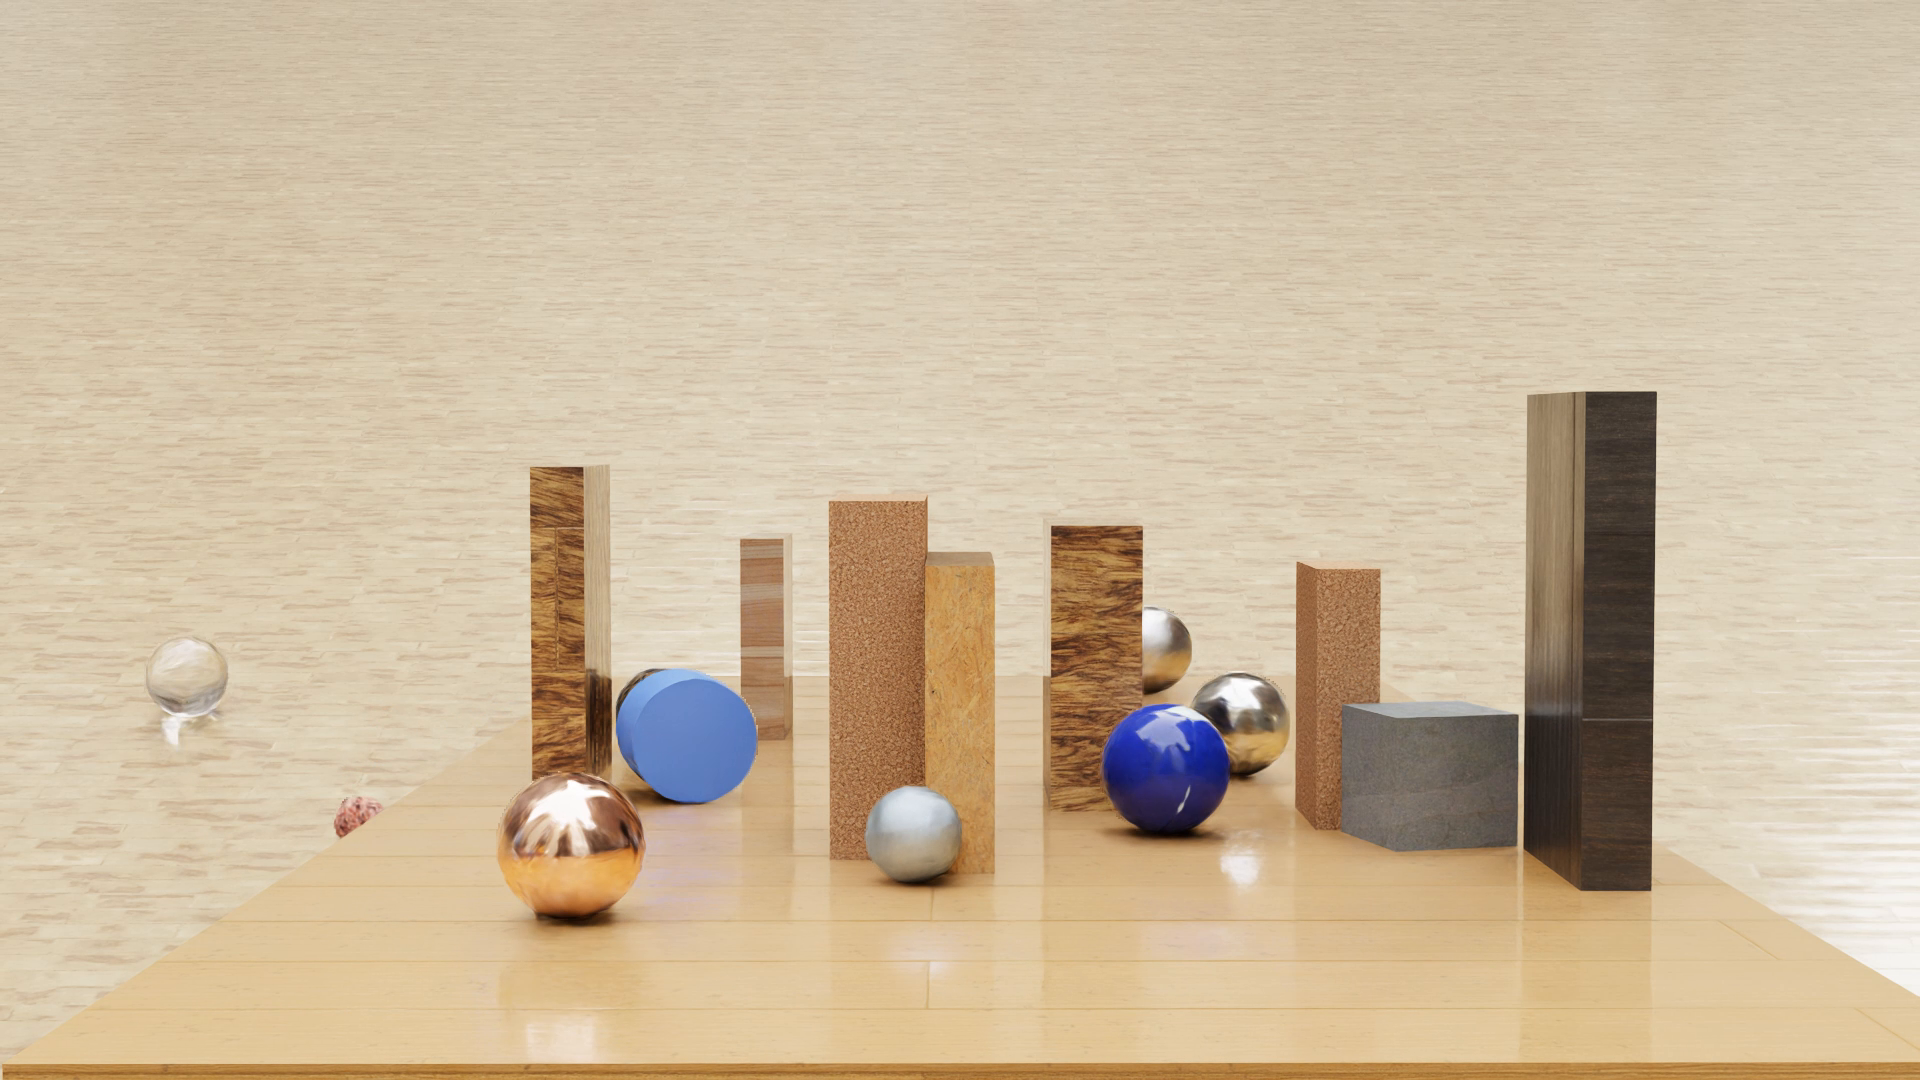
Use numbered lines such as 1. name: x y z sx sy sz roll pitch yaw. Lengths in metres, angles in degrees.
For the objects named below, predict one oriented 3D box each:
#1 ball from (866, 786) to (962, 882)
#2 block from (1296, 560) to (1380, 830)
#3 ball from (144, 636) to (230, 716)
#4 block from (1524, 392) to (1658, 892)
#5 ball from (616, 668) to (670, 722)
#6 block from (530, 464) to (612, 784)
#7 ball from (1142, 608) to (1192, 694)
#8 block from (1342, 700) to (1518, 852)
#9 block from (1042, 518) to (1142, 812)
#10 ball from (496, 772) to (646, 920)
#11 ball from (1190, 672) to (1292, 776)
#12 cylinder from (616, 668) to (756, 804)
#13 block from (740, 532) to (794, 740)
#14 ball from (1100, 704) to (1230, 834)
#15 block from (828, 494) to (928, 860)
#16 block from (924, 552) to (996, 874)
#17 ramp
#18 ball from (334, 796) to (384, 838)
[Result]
1. ball: -0.062 0.406 3.550 0.133 0.133 0.133 0 23 0
2. block: 0.604 0.243 4.128 0.099 0.408 0.245 0 2 0
3. ball: -1.955 0.345 6.511 0.204 0.204 0.204 0 23 0
4. block: 0.887 0.130 3.644 0.096 0.675 0.353 0 2 0
5. ball: -0.576 0.329 4.940 0.168 0.168 0.168 0 23 0
6. block: -0.699 0.146 4.644 0.093 0.560 0.341 0 2 0
7. ball: 0.450 0.261 6.106 0.204 0.204 0.204 0 23 0
8. block: 0.714 0.357 3.923 0.199 0.199 0.199 -1 3 -15
9. block: 0.223 0.202 4.394 0.150 0.468 0.390 0 2 0
10. ball: -0.496 0.390 3.286 0.187 0.187 0.187 0 23 0
11. ball: 0.504 0.332 4.646 0.186 0.186 0.186 0 23 0
12. cylinder: -0.469 0.332 4.389 0.208 0.208 0.208 -6 4 -15
13. block: -0.397 0.194 5.306 0.087 0.406 0.282 0 2 0
14. ball: 0.318 0.353 3.979 0.201 0.201 0.201 0 23 0
15. block: -0.121 0.195 3.938 0.138 0.521 0.423 0 2 0
16. block: 0.000 0.244 3.821 0.098 0.434 0.425 0 2 0
17. ramp: 0.053 0.480 4.538 2.000 0.100 4.000 0 2 0
18. ball: -1.373 0.648 5.905 0.121 0.121 0.121 0 23 0
